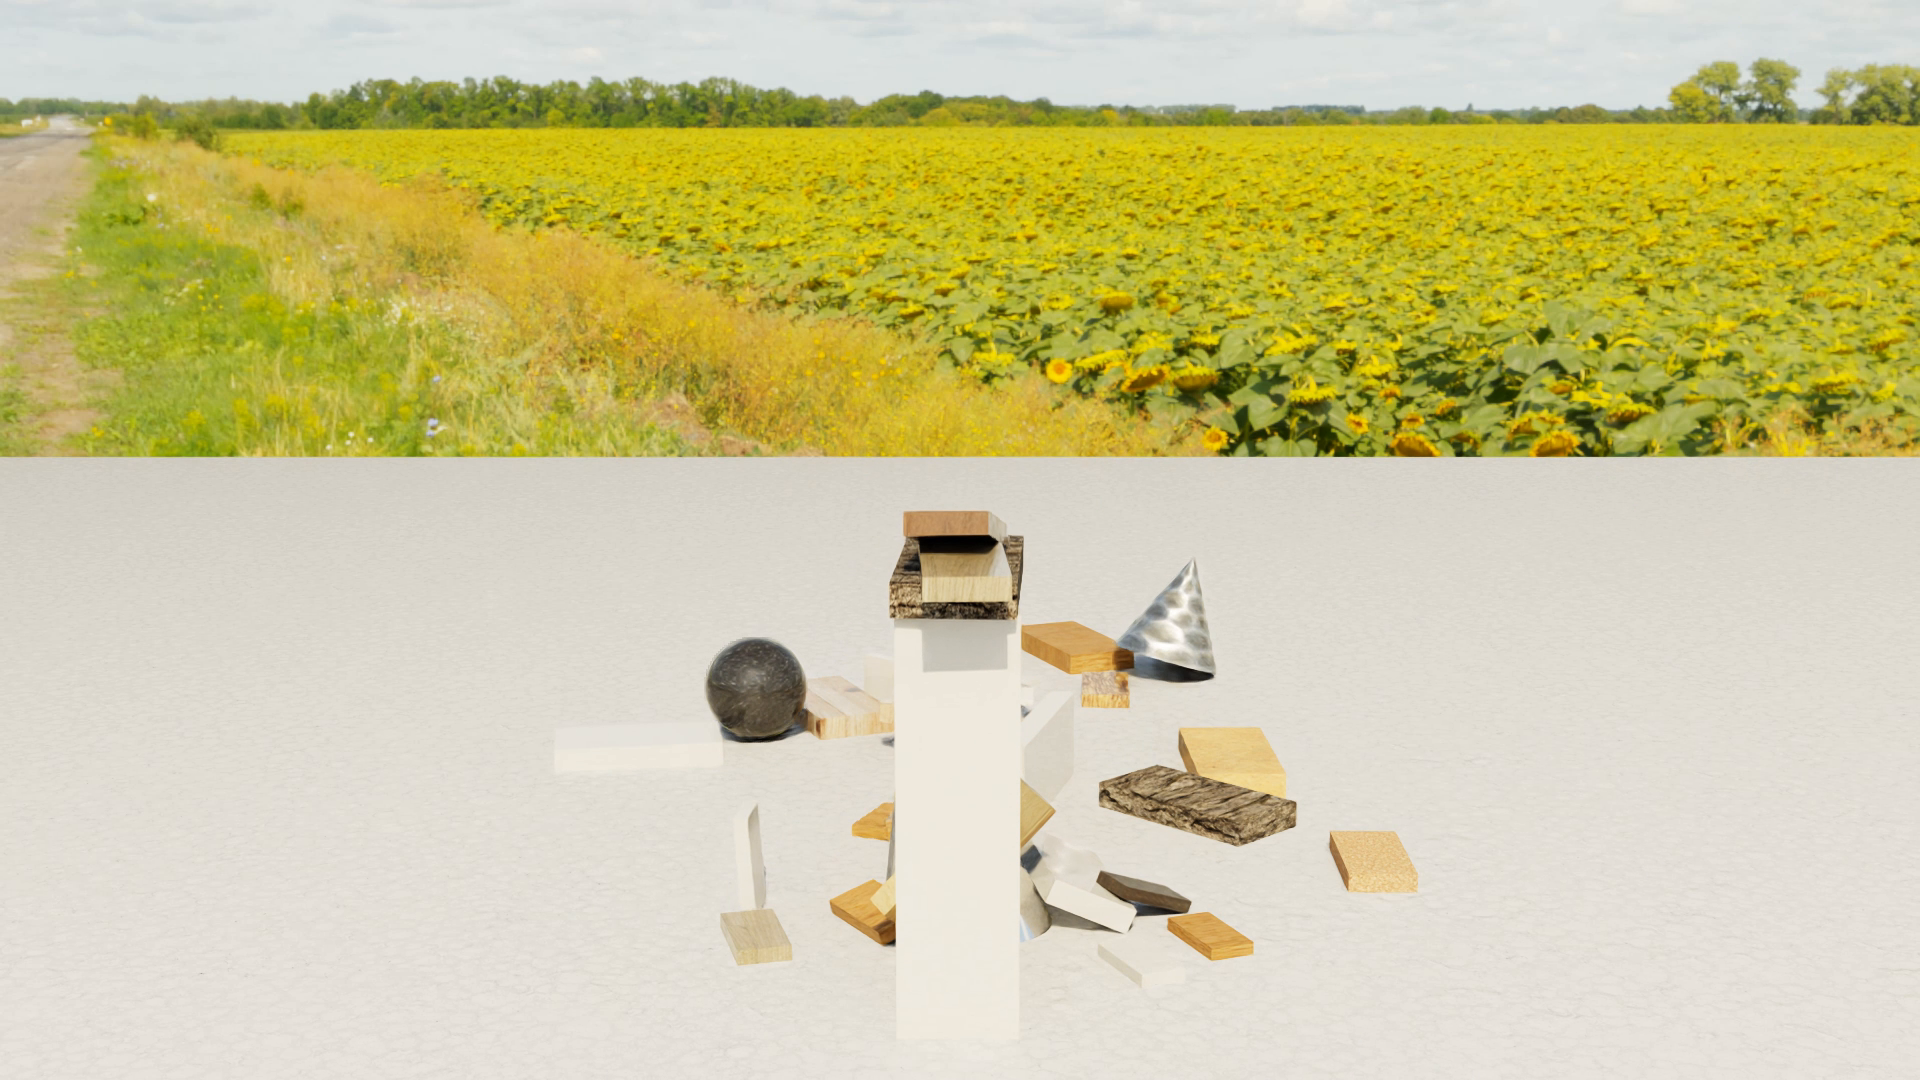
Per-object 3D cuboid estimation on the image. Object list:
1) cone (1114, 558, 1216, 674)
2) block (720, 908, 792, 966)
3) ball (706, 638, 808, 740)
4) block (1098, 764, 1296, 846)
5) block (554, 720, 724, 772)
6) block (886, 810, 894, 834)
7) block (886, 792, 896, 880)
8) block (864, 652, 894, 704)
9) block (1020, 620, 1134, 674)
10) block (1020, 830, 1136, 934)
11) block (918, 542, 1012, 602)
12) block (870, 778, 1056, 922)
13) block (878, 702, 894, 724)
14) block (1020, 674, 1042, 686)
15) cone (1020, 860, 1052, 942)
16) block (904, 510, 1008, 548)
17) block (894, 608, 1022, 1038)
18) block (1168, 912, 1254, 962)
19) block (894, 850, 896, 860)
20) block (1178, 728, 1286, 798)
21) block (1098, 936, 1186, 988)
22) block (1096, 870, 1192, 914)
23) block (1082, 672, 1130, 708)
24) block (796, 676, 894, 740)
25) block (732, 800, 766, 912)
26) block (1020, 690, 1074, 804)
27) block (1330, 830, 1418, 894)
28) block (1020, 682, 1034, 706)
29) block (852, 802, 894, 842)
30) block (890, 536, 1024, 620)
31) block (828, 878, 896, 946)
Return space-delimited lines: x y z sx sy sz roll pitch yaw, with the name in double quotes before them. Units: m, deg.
"cone" 0.514 0.157 5.132 0.250 0.250 0.250 16 1 0
"block" -0.320 0.620 3.441 0.085 0.024 0.169 -3 11 -15
"ball" -0.425 0.310 4.595 0.212 0.212 0.212 0 11 0
"block" 0.438 0.490 4.079 0.167 0.047 0.335 -10 15 -43
"block" -0.654 0.418 4.464 0.332 0.047 0.166 -2 11 -10
"block" -0.098 0.509 3.897 0.021 0.074 0.148 -14 8 12
"block" -0.036 0.467 3.582 0.144 0.289 0.041 -2 39 -11
"block" -0.129 0.318 4.847 0.210 0.105 0.030 10 15 44
"block" 0.271 0.259 5.324 0.166 0.047 0.332 -4 11 -22
"block" 0.183 0.552 3.606 0.144 0.041 0.289 23 6 -13
"block" 0.005 0.041 2.939 0.115 0.033 0.230 0 11 -2
"block" 0.007 0.486 3.394 0.041 0.289 0.144 43 -1 40
"block" -0.023 0.364 4.430 0.135 0.038 0.269 8 -3 -45
"block" 0.144 0.327 5.050 0.046 0.013 0.093 8 13 38
"cone" 0.031 0.498 3.522 0.235 0.235 0.235 0 11 0
"block" -0.004 -0.013 3.053 0.115 0.033 0.230 -1 -4 7
"block" -0.003 0.396 3.051 0.171 0.608 0.049 0 11 0
"block" 0.392 0.621 3.448 0.073 0.021 0.146 -4 11 -22
"block" -0.019 0.420 3.214 0.116 0.033 0.232 2 9 7
"block" 0.535 0.439 4.355 0.167 0.047 0.335 0 11 -1
"block" 0.275 0.640 3.341 0.073 0.021 0.146 -5 11 -23
"block" 0.298 0.570 3.562 0.146 0.021 0.073 19 3 -36
"block" 0.327 0.337 4.952 0.105 0.030 0.210 1 11 3
"block" -0.281 0.362 4.770 0.166 0.047 0.332 -5 11 -23
"block" -0.342 0.519 3.576 0.024 0.169 0.085 -2 13 7
"block" 0.148 0.416 4.147 0.047 0.167 0.411 3 11 15
"block" 0.710 0.552 3.783 0.115 0.033 0.230 0 11 2
"block" 0.058 0.331 4.846 0.135 0.038 0.269 -1 3 -15
"block" -0.134 0.514 4.019 0.074 0.021 0.148 4 11 22
"block" 0.000 0.049 3.110 0.171 0.049 0.343 1 11 3
"block" -0.132 0.595 3.520 0.085 0.024 0.169 -22 20 -26
